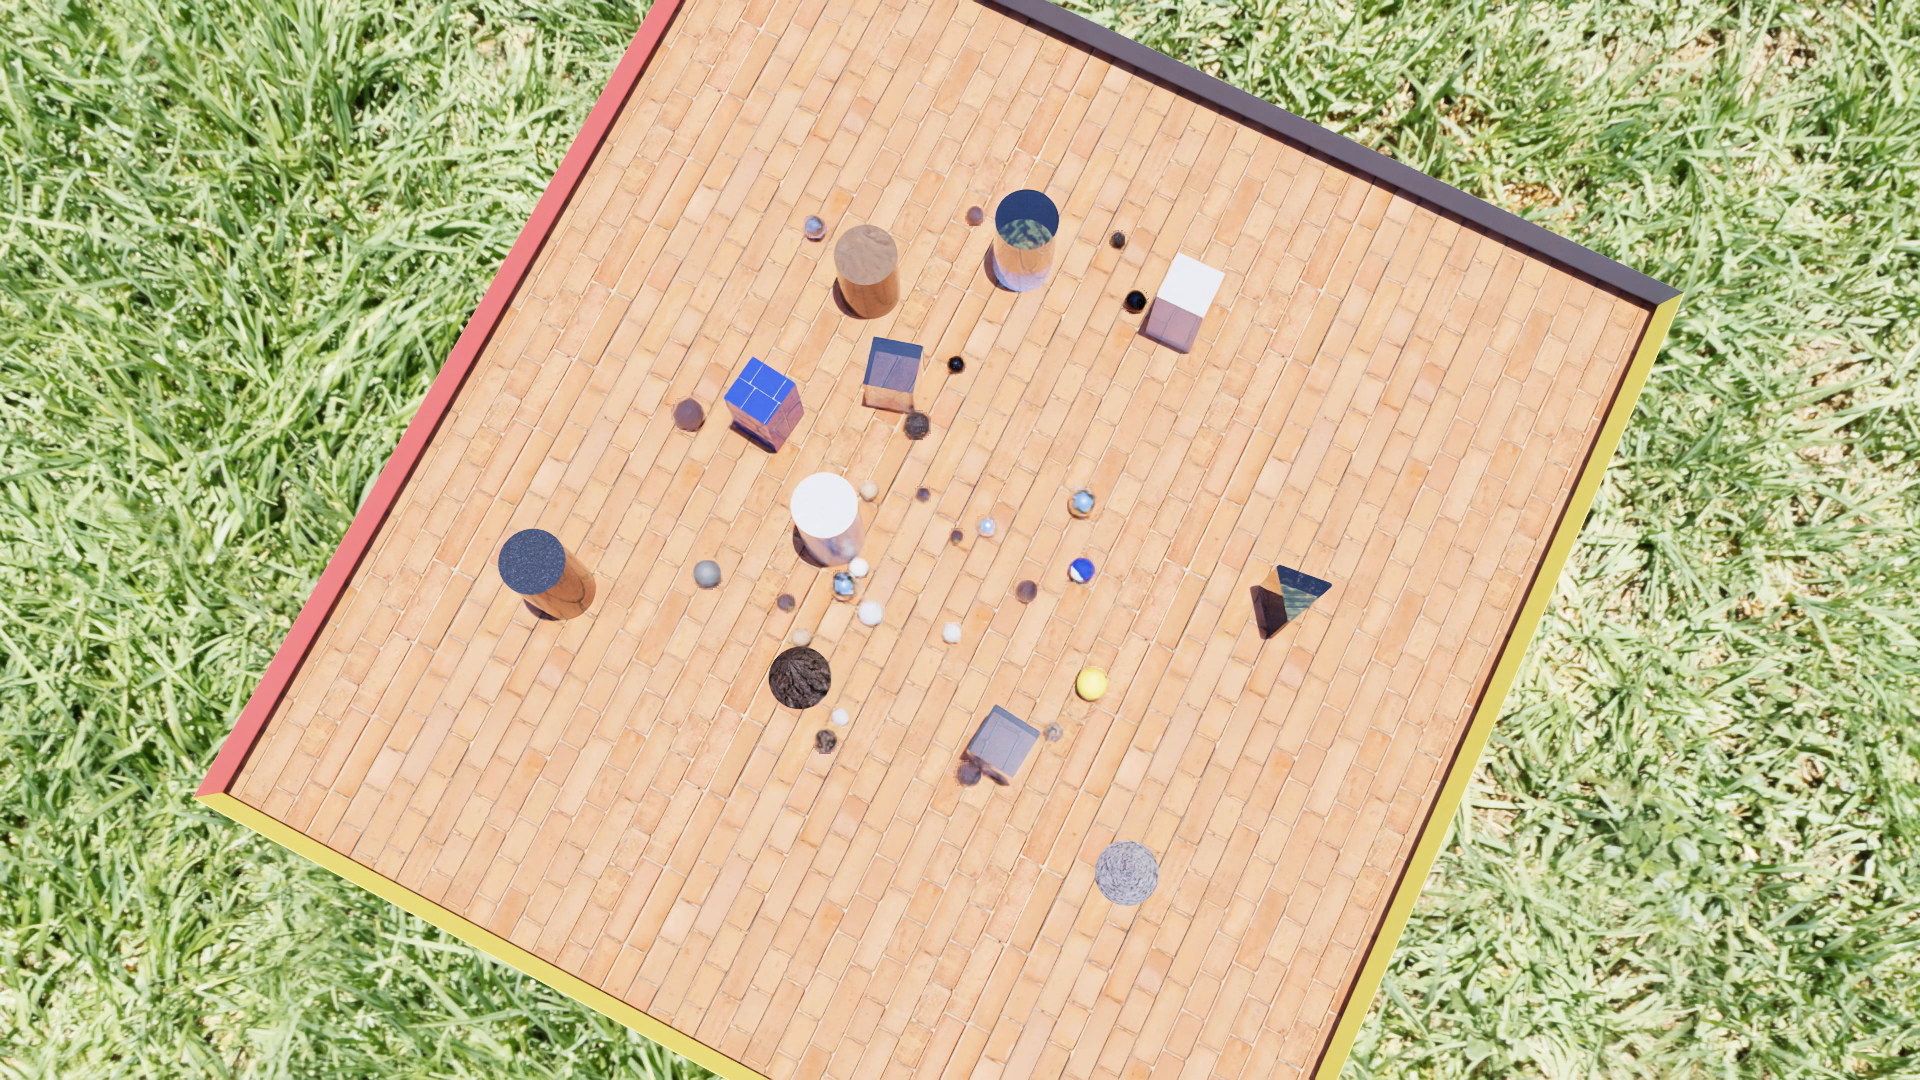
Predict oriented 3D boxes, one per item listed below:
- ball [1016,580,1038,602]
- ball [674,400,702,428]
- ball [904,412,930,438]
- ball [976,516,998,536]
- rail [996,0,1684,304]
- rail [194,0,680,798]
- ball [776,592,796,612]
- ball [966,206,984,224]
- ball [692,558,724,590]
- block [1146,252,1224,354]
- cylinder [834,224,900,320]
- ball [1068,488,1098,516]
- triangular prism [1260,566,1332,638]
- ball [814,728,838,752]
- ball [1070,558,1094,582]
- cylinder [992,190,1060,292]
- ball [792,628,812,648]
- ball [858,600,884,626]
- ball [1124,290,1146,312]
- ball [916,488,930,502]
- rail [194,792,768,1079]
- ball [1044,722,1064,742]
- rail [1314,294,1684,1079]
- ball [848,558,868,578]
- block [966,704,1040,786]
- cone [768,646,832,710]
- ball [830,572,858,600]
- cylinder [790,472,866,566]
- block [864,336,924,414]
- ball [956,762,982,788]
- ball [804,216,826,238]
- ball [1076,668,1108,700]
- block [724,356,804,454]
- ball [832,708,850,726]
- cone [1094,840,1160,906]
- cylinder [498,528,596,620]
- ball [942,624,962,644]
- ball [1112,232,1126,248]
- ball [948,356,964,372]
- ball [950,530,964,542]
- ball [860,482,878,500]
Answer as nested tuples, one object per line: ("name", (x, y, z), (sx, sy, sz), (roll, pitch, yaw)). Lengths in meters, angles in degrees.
("ball", (0.202, 0.154, 5.550), (0.068, 0.068, 0.068), (0, 78, 0))
("ball", (-0.835, -0.389, 5.648), (0.085, 0.085, 0.085), (0, 78, 0))
("ball", (-0.133, -0.355, 5.649), (0.081, 0.081, 0.081), (0, 78, 0))
("ball", (0.084, -0.042, 5.592), (0.065, 0.065, 0.065), (0, 78, 0))
("rail", (0.746, -1.454, 5.853), (3.306, 0.124, 0.045), (26, 80, 5))
("rail", (-1.457, -0.707, 5.698), (0.045, 0.124, 3.382), (26, 80, 5))
("ball", (-0.525, 0.189, 5.548), (0.058, 0.058, 0.058), (0, 78, 0))
("ball", (0.048, -1.029, 5.800), (0.056, 0.056, 0.056), (0, 78, 0))
("ball", (-0.766, 0.102, 5.552), (0.095, 0.095, 0.095), (0, 78, 0))
("block", (0.683, -0.719, 5.588), (0.153, 0.347, 0.153), (26, 79, 5))
("cylinder", (-0.282, -0.820, 5.625), (0.191, 0.316, 0.191), (0, 78, 0))
("ball", (0.376, -0.115, 5.595), (0.089, 0.089, 0.089), (0, 78, 0))
("triangular prism", (0.958, 0.160, 5.415), (0.165, 0.331, 0.143), (-39, 81, -7))
("ball", (-0.396, 0.591, 5.406), (0.068, 0.068, 0.068), (0, 78, 0))
("ball", (0.370, 0.090, 5.558), (0.077, 0.077, 0.077), (0, 78, 0))
("cylinder", (0.199, -0.914, 5.617), (0.191, 0.370, 0.191), (0, 78, 0))
("ball", (-0.479, 0.293, 5.525), (0.060, 0.060, 0.060), (0, 78, 0))
("ball", (-0.269, 0.221, 5.531), (0.077, 0.077, 0.077), (0, 78, 0))
("ball", (0.550, -0.747, 5.736), (0.069, 0.069, 0.069), (0, 78, 0))
("ball", (-0.113, -0.139, 5.622), (0.045, 0.045, 0.045), (0, 78, 0))
("rail", (-0.746, 1.467, 5.249), (3.306, 0.124, 0.045), (26, 80, 5))
("ball", (0.281, 0.573, 5.469), (0.056, 0.056, 0.056), (0, 78, 0))
("rail", (1.457, 0.720, 5.403), (0.045, 0.124, 3.382), (26, 80, 5))
("ball", (-0.307, 0.083, 5.568), (0.061, 0.061, 0.061), (0, 78, 0))
("block", (0.125, 0.599, 5.337), (0.153, 0.304, 0.153), (32, 80, 6))
("cone", (-0.483, 0.374, 5.330), (0.191, 0.409, 0.191), (0, 78, 0))
("ball", (-0.350, 0.138, 5.542), (0.088, 0.088, 0.088), (0, 78, 0))
("cylinder", (-0.385, -0.055, 5.408), (0.191, 0.430, 0.191), (0, 78, 0))
("block", (-0.200, -0.500, 5.600), (0.153, 0.236, 0.153), (11, 79, 2))
("ball", (0.026, 0.695, 5.434), (0.077, 0.077, 0.077), (0, 78, 0))
("ball", (-0.457, -0.986, 5.784), (0.071, 0.071, 0.071), (0, 78, 0))
("ball", (0.394, 0.431, 5.480), (0.093, 0.093, 0.093), (0, 78, 0))
("block", (-0.588, -0.405, 5.533), (0.153, 0.327, 0.153), (33, 80, 6))
("ball", (-0.357, 0.530, 5.479), (0.056, 0.056, 0.056), (0, 78, 0))
("cone", (0.493, 0.954, 5.272), (0.191, 0.288, 0.191), (0, 78, 0))
("cylinder", (-1.205, 0.105, 5.371), (0.191, 0.439, 0.191), (0, 78, 0))
("ball", (-0.024, 0.281, 5.527), (0.061, 0.061, 0.061), (0, 78, 0))
("ball", (0.501, -0.948, 5.788), (0.047, 0.047, 0.047), (0, 78, 0))
("ball", (-0.013, -0.546, 5.703), (0.053, 0.053, 0.053), (0, 78, 0))
("ball", (-0.010, -0.012, 5.598), (0.041, 0.041, 0.041), (0, 78, 0))
("ball", (-0.279, -0.151, 5.618), (0.058, 0.058, 0.058), (0, 78, 0))
